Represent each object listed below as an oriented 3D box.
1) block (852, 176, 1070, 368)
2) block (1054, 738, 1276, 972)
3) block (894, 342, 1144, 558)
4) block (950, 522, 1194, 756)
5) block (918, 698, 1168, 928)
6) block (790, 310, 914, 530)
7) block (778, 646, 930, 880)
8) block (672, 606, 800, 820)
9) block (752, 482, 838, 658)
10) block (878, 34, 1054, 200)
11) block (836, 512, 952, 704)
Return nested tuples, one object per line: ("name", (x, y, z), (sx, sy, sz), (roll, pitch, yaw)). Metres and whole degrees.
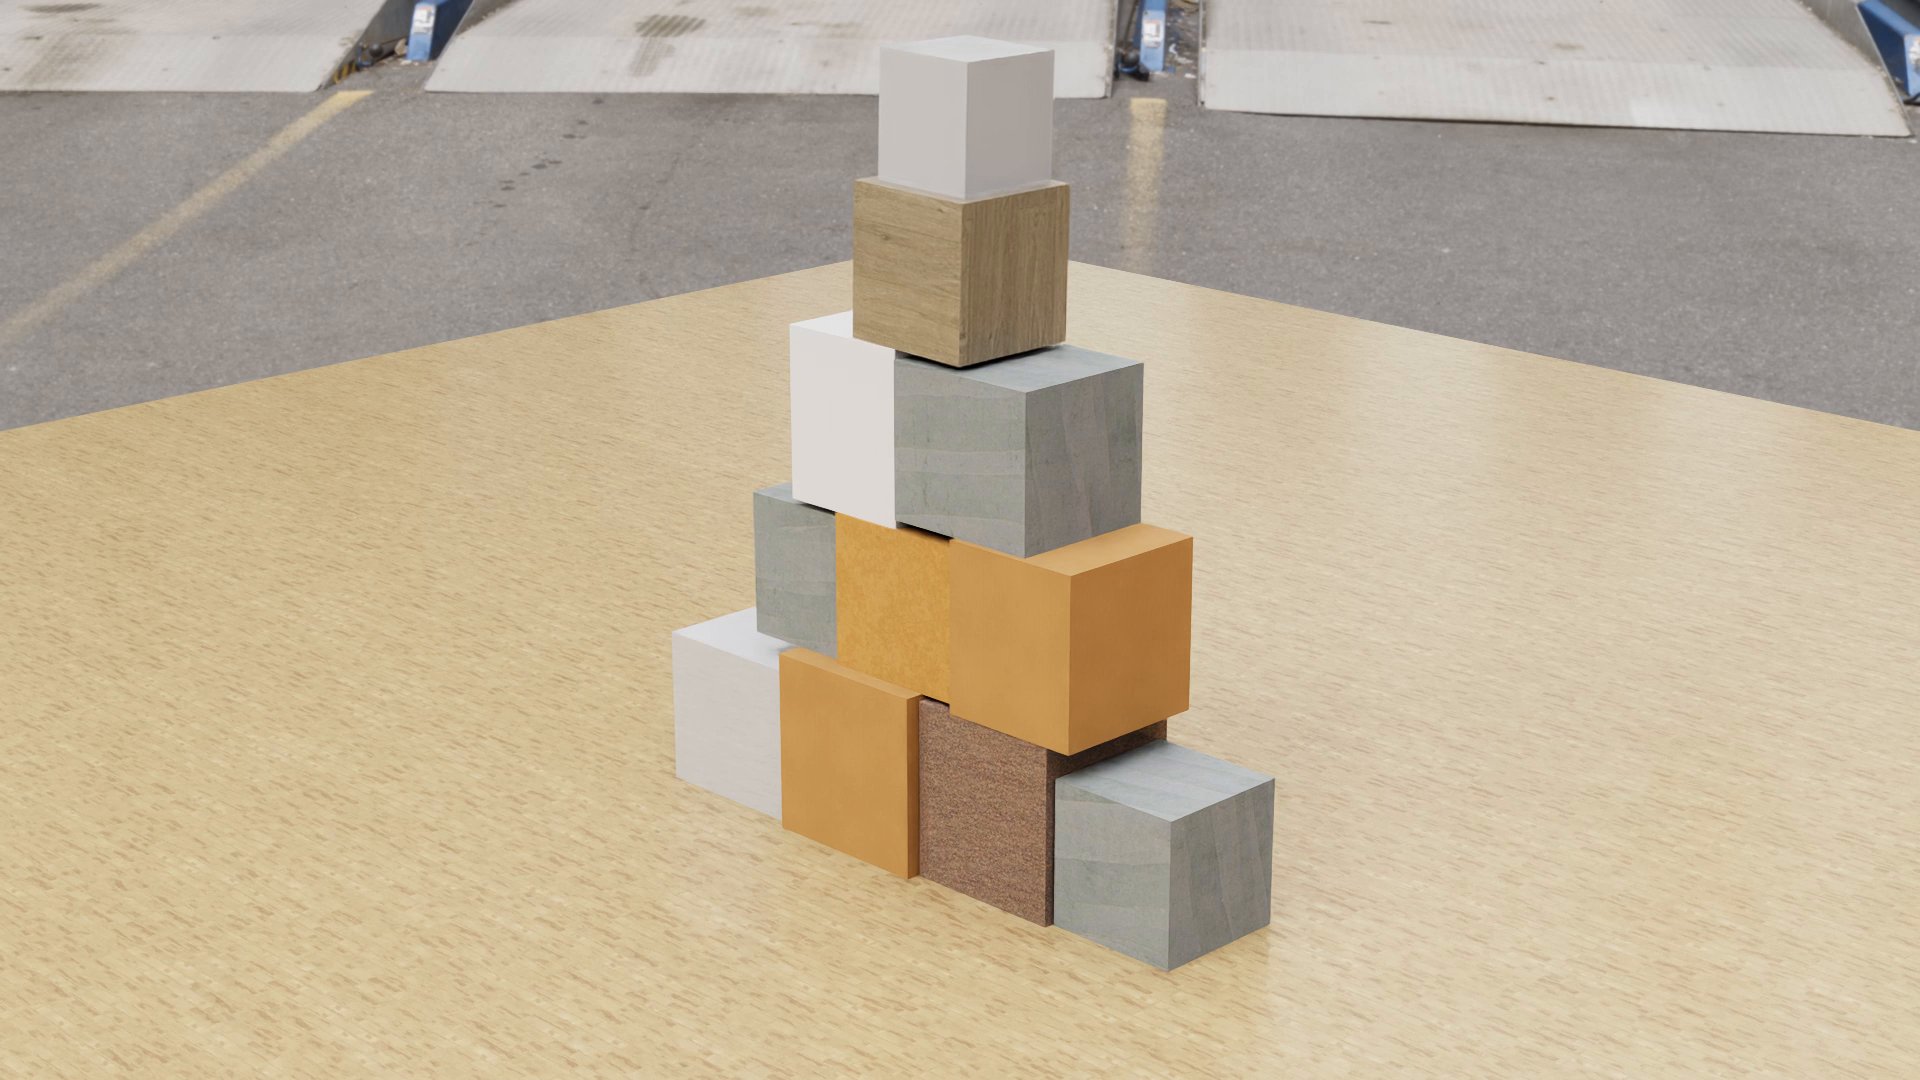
("block", (0.003, -1.231, 12.944), (0.671, 0.712, 0.671), (-17, 25, -42))
("block", (0.892, 1.367, 12.838), (0.685, 0.693, 0.666), (-17, 24, -42))
("block", (0.257, -0.434, 12.955), (0.747, 0.733, 0.803), (-17, 24, -42))
("block", (0.488, 0.378, 12.945), (0.790, 0.810, 0.721), (-17, 24, -42))
("block", (0.375, 1.133, 13.316), (0.792, 0.853, 0.790), (-17, 24, -42))
("block", (-0.284, -0.588, 13.461), (0.698, 0.827, 0.690), (-17, 24, -42))
("block", (-0.219, 0.945, 13.872), (0.917, 0.879, 0.861), (-17, 24, -42))
("block", (-0.819, 0.814, 14.477), (0.836, 0.765, 0.840), (-17, 24, -42))
("block", (-0.529, 0.098, 13.940), (0.656, 0.697, 0.602), (-17, 23, -42))
("block", (0.025, -1.847, 12.748), (0.533, 0.582, 0.535), (-17, 25, -42))
("block", (-0.041, 0.230, 13.459), (0.726, 0.733, 0.764), (-17, 24, -42))
